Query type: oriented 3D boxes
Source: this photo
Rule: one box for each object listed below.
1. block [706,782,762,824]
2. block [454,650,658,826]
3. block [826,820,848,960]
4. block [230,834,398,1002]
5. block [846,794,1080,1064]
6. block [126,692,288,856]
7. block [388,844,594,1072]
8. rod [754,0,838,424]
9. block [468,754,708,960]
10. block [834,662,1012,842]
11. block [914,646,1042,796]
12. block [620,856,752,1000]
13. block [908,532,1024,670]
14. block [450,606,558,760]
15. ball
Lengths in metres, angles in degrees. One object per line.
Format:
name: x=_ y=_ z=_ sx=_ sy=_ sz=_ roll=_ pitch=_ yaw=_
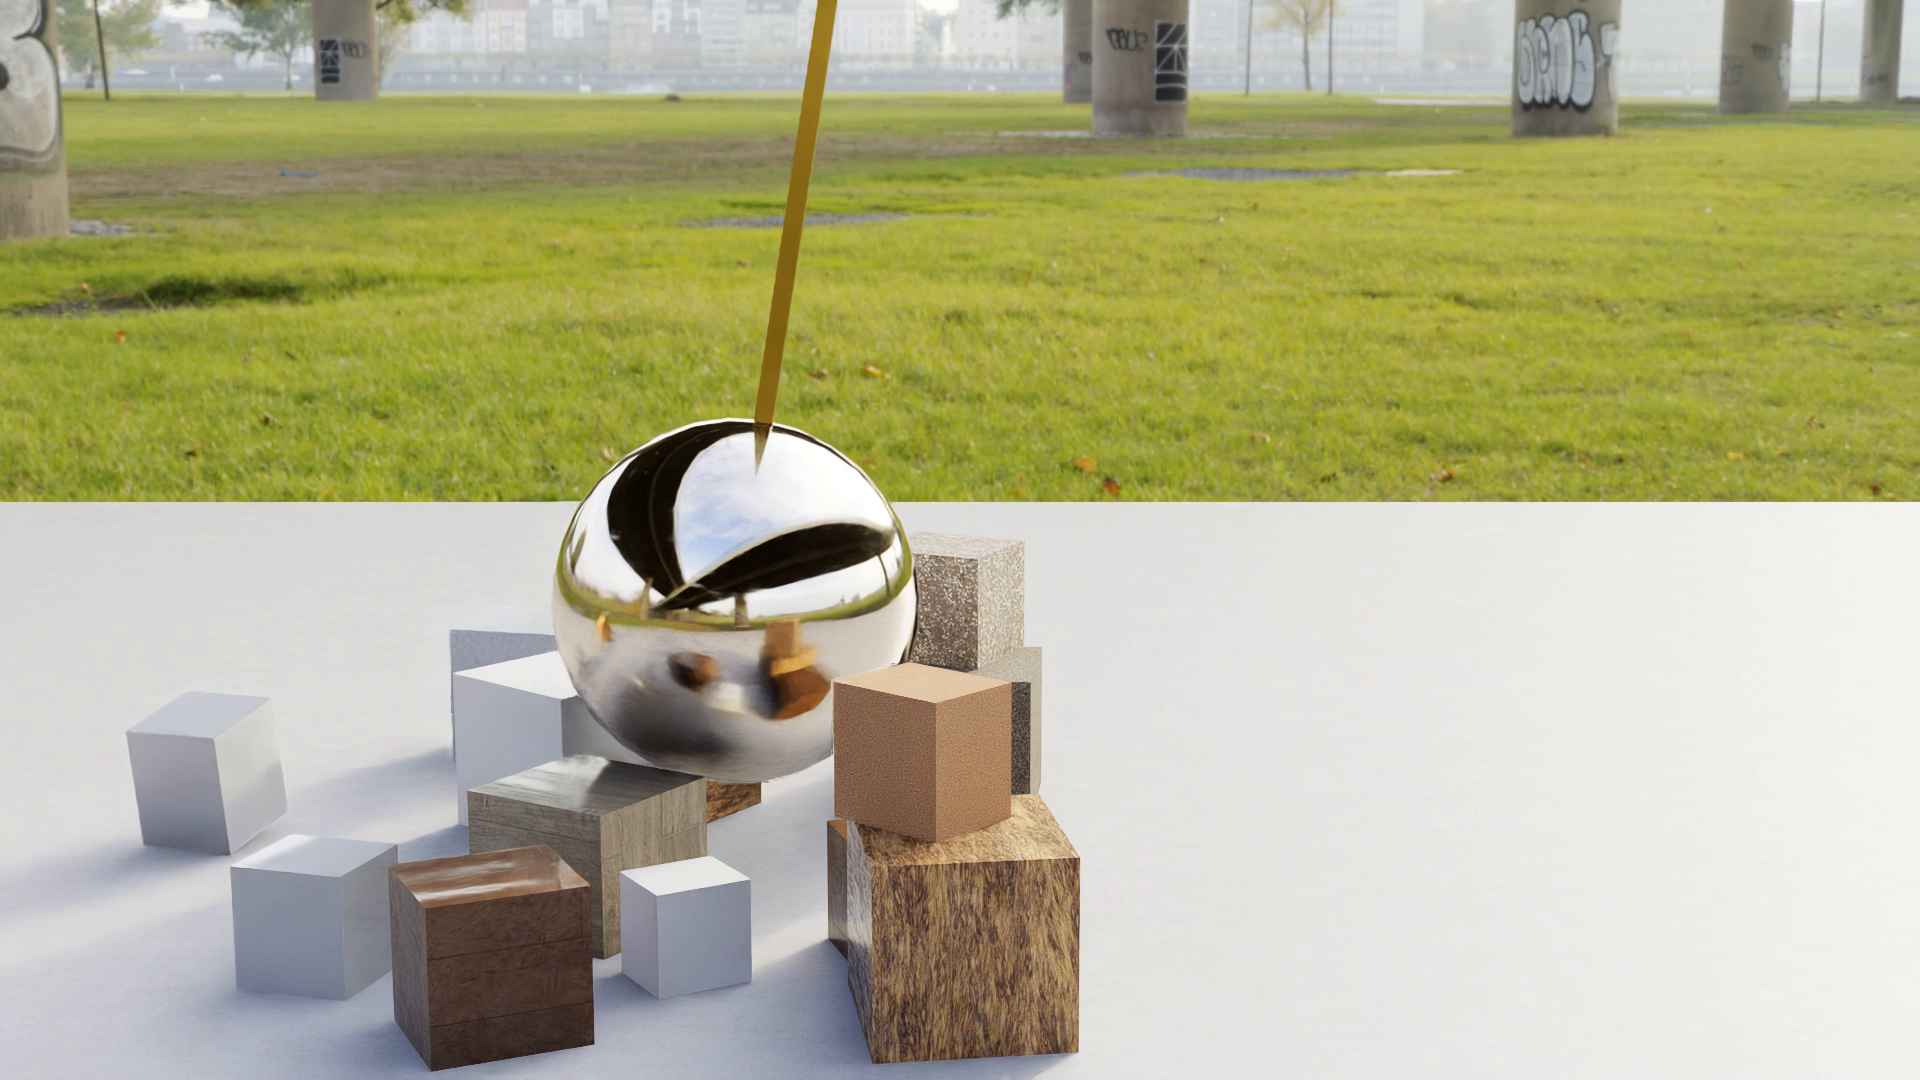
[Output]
block: x=-1.275 y=1.096 z=12.419 sx=0.445 sy=0.401 sz=0.443 roll=7 pitch=12 yaw=32
block: x=-1.857 y=0.984 z=12.107 sx=0.777 sy=0.733 sz=0.696 roll=9 pitch=14 yaw=40
block: x=-0.167 y=1.422 z=10.346 sx=0.607 sy=0.501 sz=0.558 roll=-3 pitch=11 yaw=-18
block: x=-2.521 y=1.475 z=10.071 sx=0.475 sy=0.495 sz=0.446 roll=3 pitch=11 yaw=16
block: x=-0.003 y=1.436 z=9.609 sx=0.753 sy=0.736 sz=0.834 roll=-2 pitch=10 yaw=-8
block: x=-3.479 y=1.073 z=11.874 sx=0.459 sy=0.575 sz=0.497 roll=3 pitch=19 yaw=17
block: x=-1.732 y=1.528 z=9.467 sx=0.604 sy=0.607 sz=0.563 roll=-5 pitch=11 yaw=-25
rod: x=-0.425 y=-3.036 z=10.628 sx=0.080 sy=5.200 sz=0.080 roll=9 pitch=10 yaw=-2
block: x=-1.547 y=1.306 z=10.710 sx=0.706 sy=0.599 sz=0.684 roll=6 pitch=12 yaw=31
block: x=-0.141 y=0.789 z=9.644 sx=0.514 sy=0.525 sz=0.426 roll=9 pitch=14 yaw=40
block: x=-0.039 y=0.933 z=12.498 sx=0.823 sy=0.693 sz=0.761 roll=1 pitch=10 yaw=6
block: x=-1.077 y=1.515 z=10.071 sx=0.398 sy=0.415 sz=0.354 roll=-6 pitch=12 yaw=-30
block: x=-0.057 y=0.288 z=12.603 sx=0.575 sy=0.538 sz=0.546 roll=5 pitch=11 yaw=25
block: x=-2.236 y=0.759 z=13.422 sx=0.647 sy=0.698 sz=0.611 roll=3 pitch=11 yaw=12
ball: x=-0.980 y=0.264 z=11.228 sx=1.600 sy=1.600 sz=1.600 roll=0 pitch=10 yaw=0
